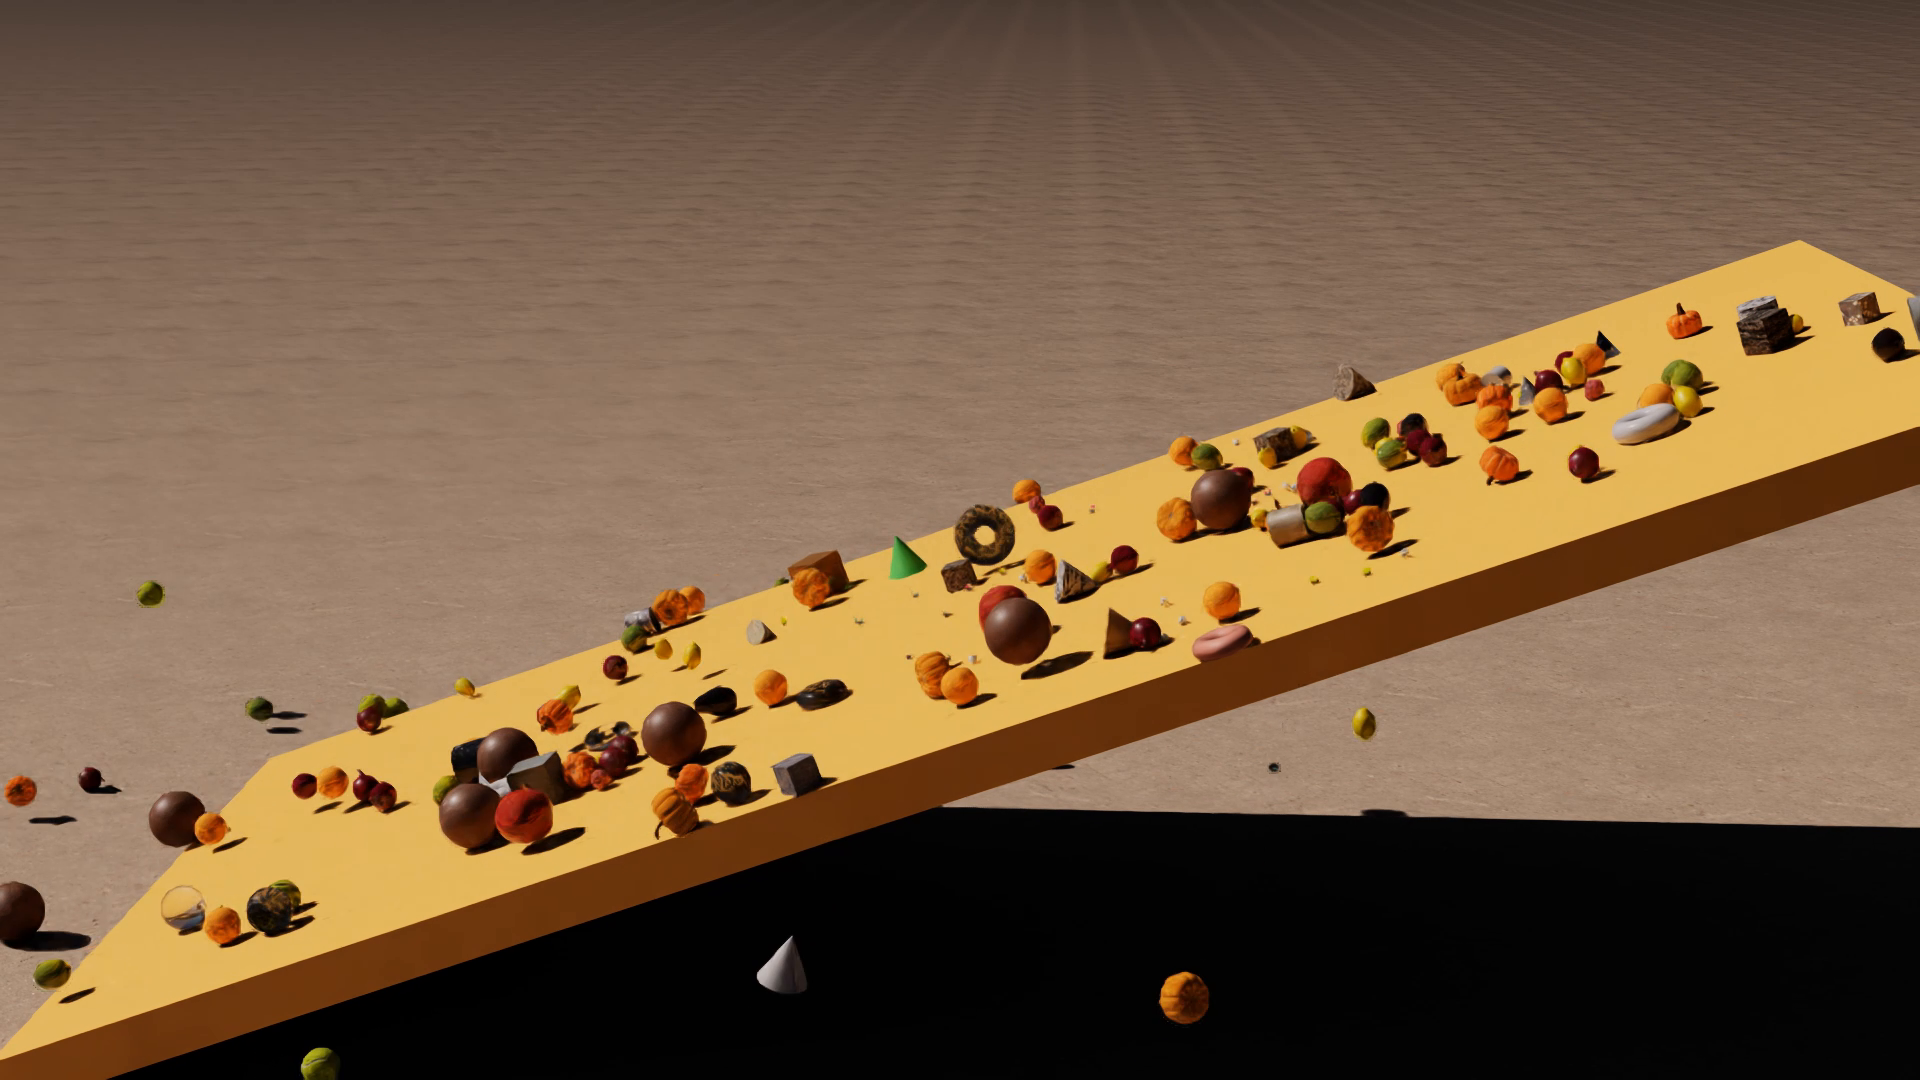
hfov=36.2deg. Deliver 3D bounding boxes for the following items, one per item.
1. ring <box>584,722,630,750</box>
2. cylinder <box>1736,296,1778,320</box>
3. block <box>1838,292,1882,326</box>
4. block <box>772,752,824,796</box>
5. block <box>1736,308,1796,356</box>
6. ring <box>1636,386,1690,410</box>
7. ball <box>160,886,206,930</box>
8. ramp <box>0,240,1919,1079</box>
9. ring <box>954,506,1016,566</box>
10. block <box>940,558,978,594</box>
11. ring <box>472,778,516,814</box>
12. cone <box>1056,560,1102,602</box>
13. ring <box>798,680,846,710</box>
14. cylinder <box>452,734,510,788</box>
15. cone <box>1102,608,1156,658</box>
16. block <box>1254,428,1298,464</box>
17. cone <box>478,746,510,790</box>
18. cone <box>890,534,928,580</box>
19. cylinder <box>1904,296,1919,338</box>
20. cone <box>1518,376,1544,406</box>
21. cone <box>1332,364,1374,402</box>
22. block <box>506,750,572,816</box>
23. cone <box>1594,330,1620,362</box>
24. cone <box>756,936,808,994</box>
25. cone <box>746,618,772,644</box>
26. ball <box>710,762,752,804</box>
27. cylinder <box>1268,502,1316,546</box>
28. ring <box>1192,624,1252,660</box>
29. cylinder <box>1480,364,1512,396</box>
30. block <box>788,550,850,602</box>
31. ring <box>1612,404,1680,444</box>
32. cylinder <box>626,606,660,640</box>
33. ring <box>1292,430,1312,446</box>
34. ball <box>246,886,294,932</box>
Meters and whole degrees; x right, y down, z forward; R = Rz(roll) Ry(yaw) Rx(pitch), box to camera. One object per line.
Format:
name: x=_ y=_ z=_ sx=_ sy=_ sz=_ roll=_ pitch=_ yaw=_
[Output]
ring: x=-0.756 y=0.419 z=6.301 sx=0.106 sy=0.035 sz=0.106 roll=-19 pitch=10 yaw=3
cylinder: x=1.679 y=-0.458 z=6.162 sx=0.083 sy=0.083 sz=0.083 roll=-19 pitch=11 yaw=4
block: x=1.844 y=-0.473 z=6.026 sx=0.053 sy=0.053 sz=0.053 roll=-26 pitch=13 yaw=-28
block: x=-0.297 y=0.430 z=5.385 sx=0.059 sy=0.059 sz=0.059 roll=-26 pitch=13 yaw=-29
block: x=1.664 y=-0.430 z=6.073 sx=0.074 sy=0.074 sz=0.074 roll=-26 pitch=12 yaw=-27
ring: x=1.409 y=-0.279 z=5.892 sx=0.108 sy=0.036 sz=0.108 roll=-19 pitch=12 yaw=4
ball: x=-1.584 y=0.750 z=5.999 sx=0.091 sy=0.091 sz=0.091 roll=0 pitch=12 yaw=0
ramp: x=0.111 y=0.179 z=6.301 sx=4.000 sy=0.100 sz=2.000 roll=-19 pitch=11 yaw=6
ring: x=0.056 y=-0.010 z=6.608 sx=0.139 sy=0.139 sz=0.046 roll=1 pitch=13 yaw=6
block: x=-0.002 y=0.080 z=6.568 sx=0.056 sy=0.056 sz=0.056 roll=-16 pitch=12 yaw=18
ring: x=-0.950 y=0.527 z=6.094 sx=0.130 sy=0.043 sz=0.130 roll=-20 pitch=10 yaw=4
cone: x=0.252 y=0.090 z=6.115 sx=0.091 sy=0.091 sz=0.091 roll=6 pitch=12 yaw=-8
ring: x=-0.282 y=0.314 z=5.984 sx=0.105 sy=0.035 sz=0.105 roll=-18 pitch=12 yaw=4
cylinder: x=-1.035 y=0.477 z=6.353 sx=0.094 sy=0.094 sz=0.094 roll=-17 pitch=9 yaw=13
cone: x=0.323 y=0.180 z=5.548 sx=0.096 sy=0.096 sz=0.096 roll=7 pitch=13 yaw=1
block: x=0.720 y=-0.215 z=6.710 sx=0.064 sy=0.064 sz=0.064 roll=-25 pitch=12 yaw=-23
cone: x=-1.001 y=0.482 z=6.270 sx=0.094 sy=0.094 sz=0.094 roll=-19 pitch=11 yaw=4
cone: x=-0.137 y=0.031 z=6.931 sx=0.097 sy=0.097 sz=0.097 roll=-19 pitch=11 yaw=4
cylinder: x=1.883 y=-0.434 z=5.659 sx=0.094 sy=0.094 sz=0.094 roll=-24 pitch=9 yaw=11
cone: x=1.232 y=-0.329 z=6.382 sx=0.059 sy=0.059 sz=0.059 roll=-19 pitch=11 yaw=4
cone: x=0.966 y=-0.377 z=7.121 sx=0.092 sy=0.092 sz=0.092 roll=4 pitch=9 yaw=-26
block: x=-0.856 y=0.493 z=5.978 sx=0.088 sy=0.088 sz=0.088 roll=-17 pitch=11 yaw=14
cone: x=1.432 y=-0.438 z=6.551 sx=0.063 sy=0.063 sz=0.063 roll=-19 pitch=11 yaw=4
cone: x=-0.307 y=0.742 z=5.233 sx=0.094 sy=0.094 sz=0.094 roll=12 pitch=20 yaw=-4
cone: x=-0.451 y=0.214 z=6.777 sx=0.061 sy=0.061 sz=0.061 roll=11 pitch=2 yaw=42
ball: x=-0.425 y=0.450 z=5.462 sx=0.077 sy=0.077 sz=0.077 roll=0 pitch=12 yaw=0
cylinder: x=0.664 y=-0.031 z=5.894 sx=0.074 sy=0.074 sz=0.074 roll=-15 pitch=6 yaw=24
ring: x=0.471 y=0.184 z=5.287 sx=0.112 sy=0.037 sz=0.112 roll=-19 pitch=10 yaw=3
cylinder: x=1.203 y=-0.358 z=6.591 sx=0.052 sy=0.052 sz=0.052 roll=9 pitch=31 yaw=36
block: x=-0.337 y=0.087 z=7.030 sx=0.090 sy=0.090 sz=0.090 roll=-10 pitch=15 yaw=42
ring: x=1.337 y=-0.227 z=5.738 sx=0.136 sy=0.045 sz=0.136 roll=-22 pitch=9 yaw=4
cylinder: x=-0.787 y=0.207 z=7.295 sx=0.066 sy=0.066 sz=0.066 roll=-18 pitch=9 yaw=12
ring: x=0.778 y=-0.234 z=6.803 sx=0.076 sy=0.025 sz=0.076 roll=-18 pitch=12 yaw=4
ball: x=-1.345 y=0.720 z=5.729 sx=0.090 sy=0.090 sz=0.090 roll=0 pitch=12 yaw=0
